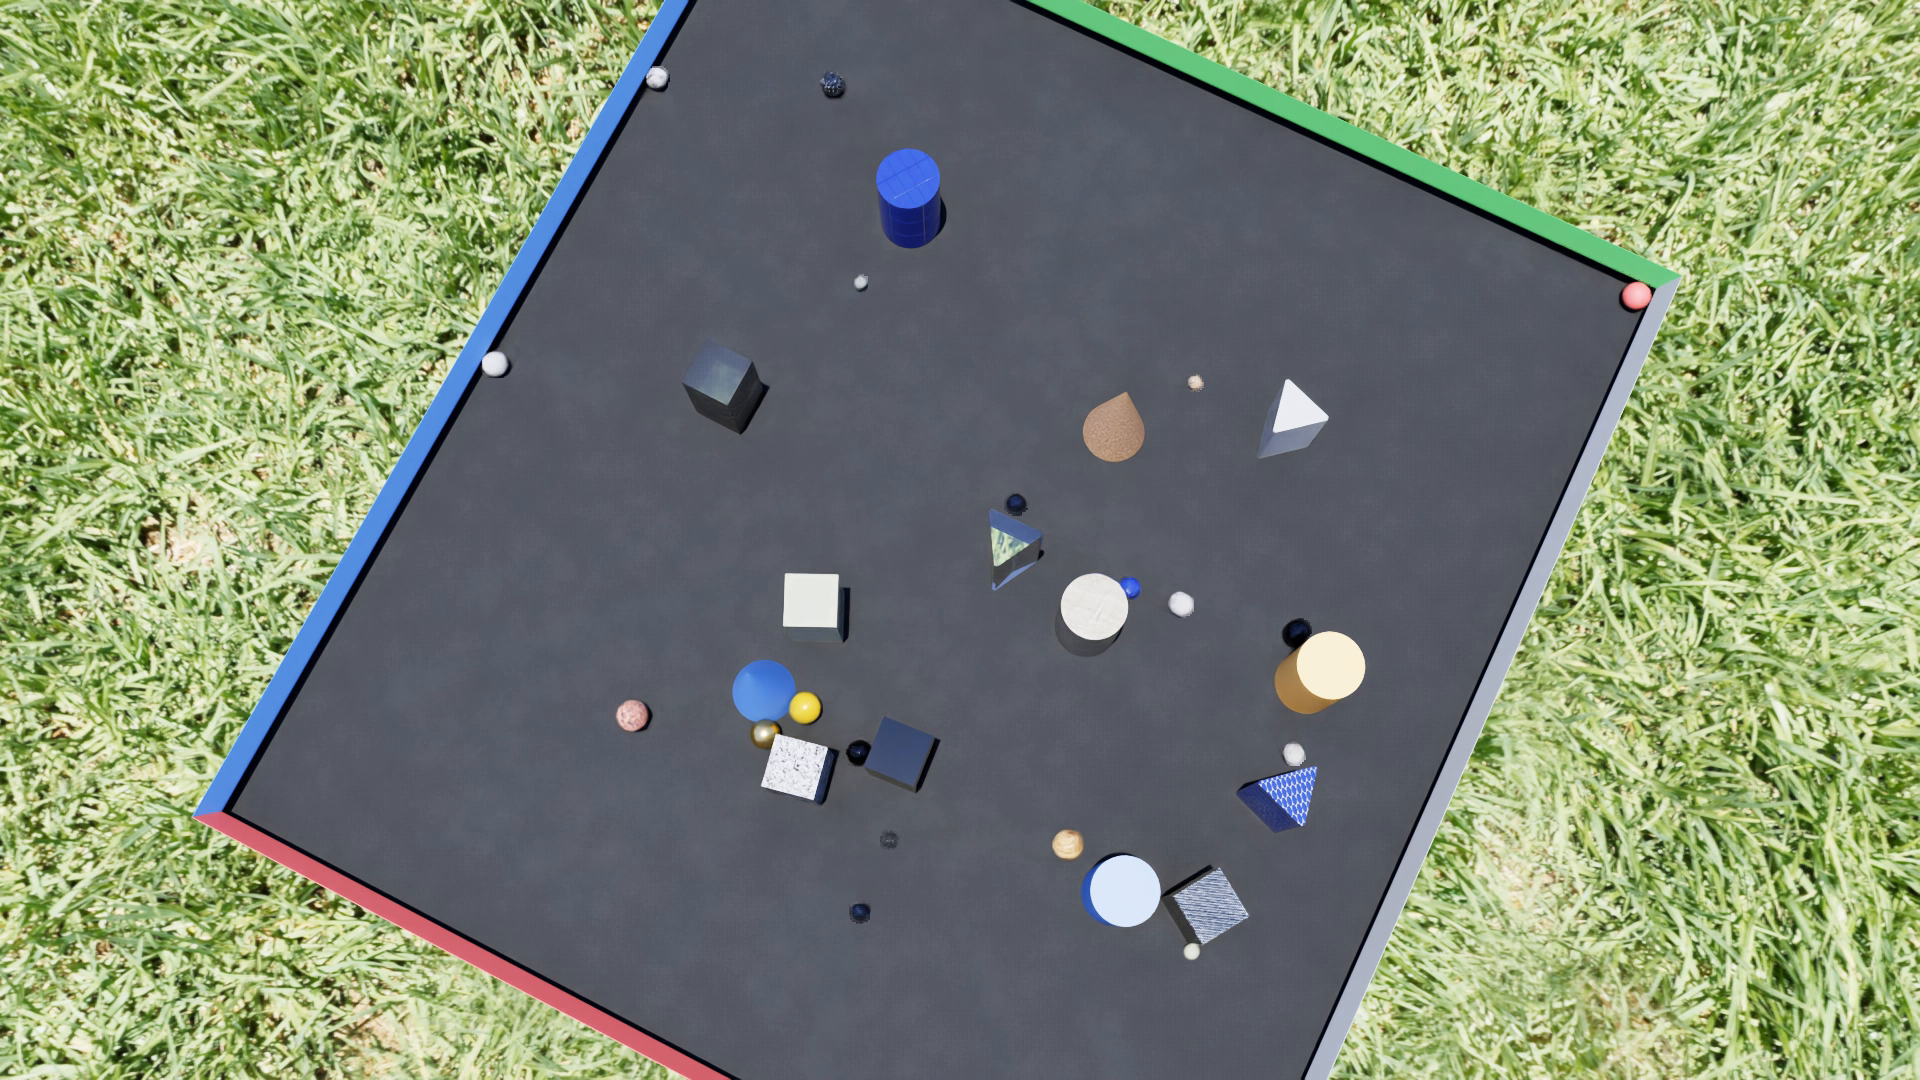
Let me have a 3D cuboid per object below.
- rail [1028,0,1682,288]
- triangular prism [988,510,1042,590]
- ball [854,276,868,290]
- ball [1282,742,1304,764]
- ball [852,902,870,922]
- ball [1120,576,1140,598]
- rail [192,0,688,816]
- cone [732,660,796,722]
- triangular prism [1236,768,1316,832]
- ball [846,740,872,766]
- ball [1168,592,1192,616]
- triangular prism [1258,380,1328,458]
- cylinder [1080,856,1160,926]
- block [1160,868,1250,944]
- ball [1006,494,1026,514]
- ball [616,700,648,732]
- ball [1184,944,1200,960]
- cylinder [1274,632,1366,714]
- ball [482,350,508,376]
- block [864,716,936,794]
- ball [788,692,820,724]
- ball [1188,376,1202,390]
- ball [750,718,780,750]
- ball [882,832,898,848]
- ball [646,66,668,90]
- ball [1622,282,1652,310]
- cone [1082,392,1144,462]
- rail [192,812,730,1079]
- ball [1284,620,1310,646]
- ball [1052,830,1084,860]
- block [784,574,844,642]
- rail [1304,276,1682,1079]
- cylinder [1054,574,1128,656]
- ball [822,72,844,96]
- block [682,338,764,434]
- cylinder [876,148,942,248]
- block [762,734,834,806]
[{"bbox_3d":[0.767,-1.496,5.861,3.253,0.124,0.045,26,80,5],"label":"rail"},{"bbox_3d":[0.128,0.010,5.416,0.166,0.389,0.144,-34,80,-7],"label":"triangular prism"},{"bbox_3d":[-0.313,-0.808,5.762,0.042,0.042,0.042,0,78,0],"label":"ball"},{"bbox_3d":[0.992,0.634,5.453,0.063,0.063,0.063,0,78,0],"label":"ball"},{"bbox_3d":[-0.292,1.089,5.364,0.053,0.053,0.053,0,78,0],"label":"ball"},{"bbox_3d":[0.513,0.144,5.554,0.065,0.065,0.065,0,78,0],"label":"ball"},{"bbox_3d":[-1.434,-0.695,5.696,0.045,0.124,3.479,26,80,5],"label":"rail"},{"bbox_3d":[-0.590,0.412,5.313,0.191,0.428,0.191,0,78,0],"label":"cone"},{"bbox_3d":[0.932,0.719,5.250,0.144,0.427,0.166,-44,82,-8],"label":"triangular prism"},{"bbox_3d":[-0.298,0.632,5.446,0.078,0.078,0.078,0,78,0],"label":"ball"},{"bbox_3d":[0.667,0.193,5.540,0.072,0.072,0.072,0,78,0],"label":"ball"},{"bbox_3d":[0.982,-0.373,5.534,0.166,0.312,0.144,-14,79,-3],"label":"triangular prism"},{"bbox_3d":[0.452,1.000,5.205,0.191,0.401,0.191,0,78,0],"label":"cylinder"},{"bbox_3d":[0.694,1.045,5.226,0.153,0.342,0.153,-30,80,-6],"label":"block"},{"bbox_3d":[0.173,-0.111,5.608,0.061,0.061,0.061,0,78,0],"label":"ball"},{"bbox_3d":[-0.975,0.523,5.460,0.094,0.094,0.094,0,78,0],"label":"ball"},{"bbox_3d":[0.676,1.200,5.344,0.047,0.047,0.047,0,78,0],"label":"ball"},{"bbox_3d":[1.045,0.391,5.343,0.191,0.376,0.191,0,78,0],"label":"cylinder"},{"bbox_3d":[-1.443,-0.547,5.689,0.079,0.079,0.079,0,78,0],"label":"ball"},{"bbox_3d":[-0.174,0.628,5.337,0.153,0.293,0.153,22,79,4],"label":"block"},{"bbox_3d":[-0.463,0.502,5.464,0.096,0.096,0.096,0,78,0],"label":"ball"},{"bbox_3d":[0.731,-0.490,5.696,0.044,0.044,0.044,0,78,0],"label":"ball"},{"bbox_3d":[-0.579,0.577,5.451,0.090,0.090,0.090,0,78,0],"label":"ball"},{"bbox_3d":[-0.207,0.886,5.409,0.047,0.047,0.047,0,78,0],"label":"ball"},{"bbox_3d":[-0.974,-1.484,5.888,0.069,0.069,0.069,0,78,0],"label":"ball"},{"bbox_3d":[2.116,-0.763,5.730,0.087,0.087,0.087,0,78,0],"label":"ball"},{"bbox_3d":[0.477,-0.381,5.468,0.191,0.445,0.191,0,78,0],"label":"cone"},{"bbox_3d":[-0.767,1.509,5.240,3.253,0.124,0.045,26,80,5],"label":"rail"},{"bbox_3d":[1.015,0.281,5.517,0.081,0.081,0.081,0,78,0],"label":"ball"},{"bbox_3d":[0.317,0.896,5.385,0.090,0.090,0.090,0,78,0],"label":"ball"},{"bbox_3d":[-0.429,0.204,5.419,0.153,0.305,0.153,1,78,0],"label":"block"},{"bbox_3d":[1.434,0.709,5.405,0.045,0.124,3.479,26,80,5],"label":"rail"},{"bbox_3d":[0.384,0.225,5.393,0.191,0.346,0.191,0,78,0],"label":"cylinder"},{"bbox_3d":[-0.409,-1.465,5.881,0.075,0.075,0.075,0,78,0],"label":"ball"},{"bbox_3d":[-0.713,-0.461,5.543,0.153,0.331,0.153,27,80,5],"label":"block"},{"bbox_3d":[-0.156,-1.051,5.663,0.191,0.335,0.191,0,78,0],"label":"cylinder"},{"bbox_3d":[-0.469,0.671,5.333,0.153,0.283,0.153,14,79,3],"label":"block"}]
